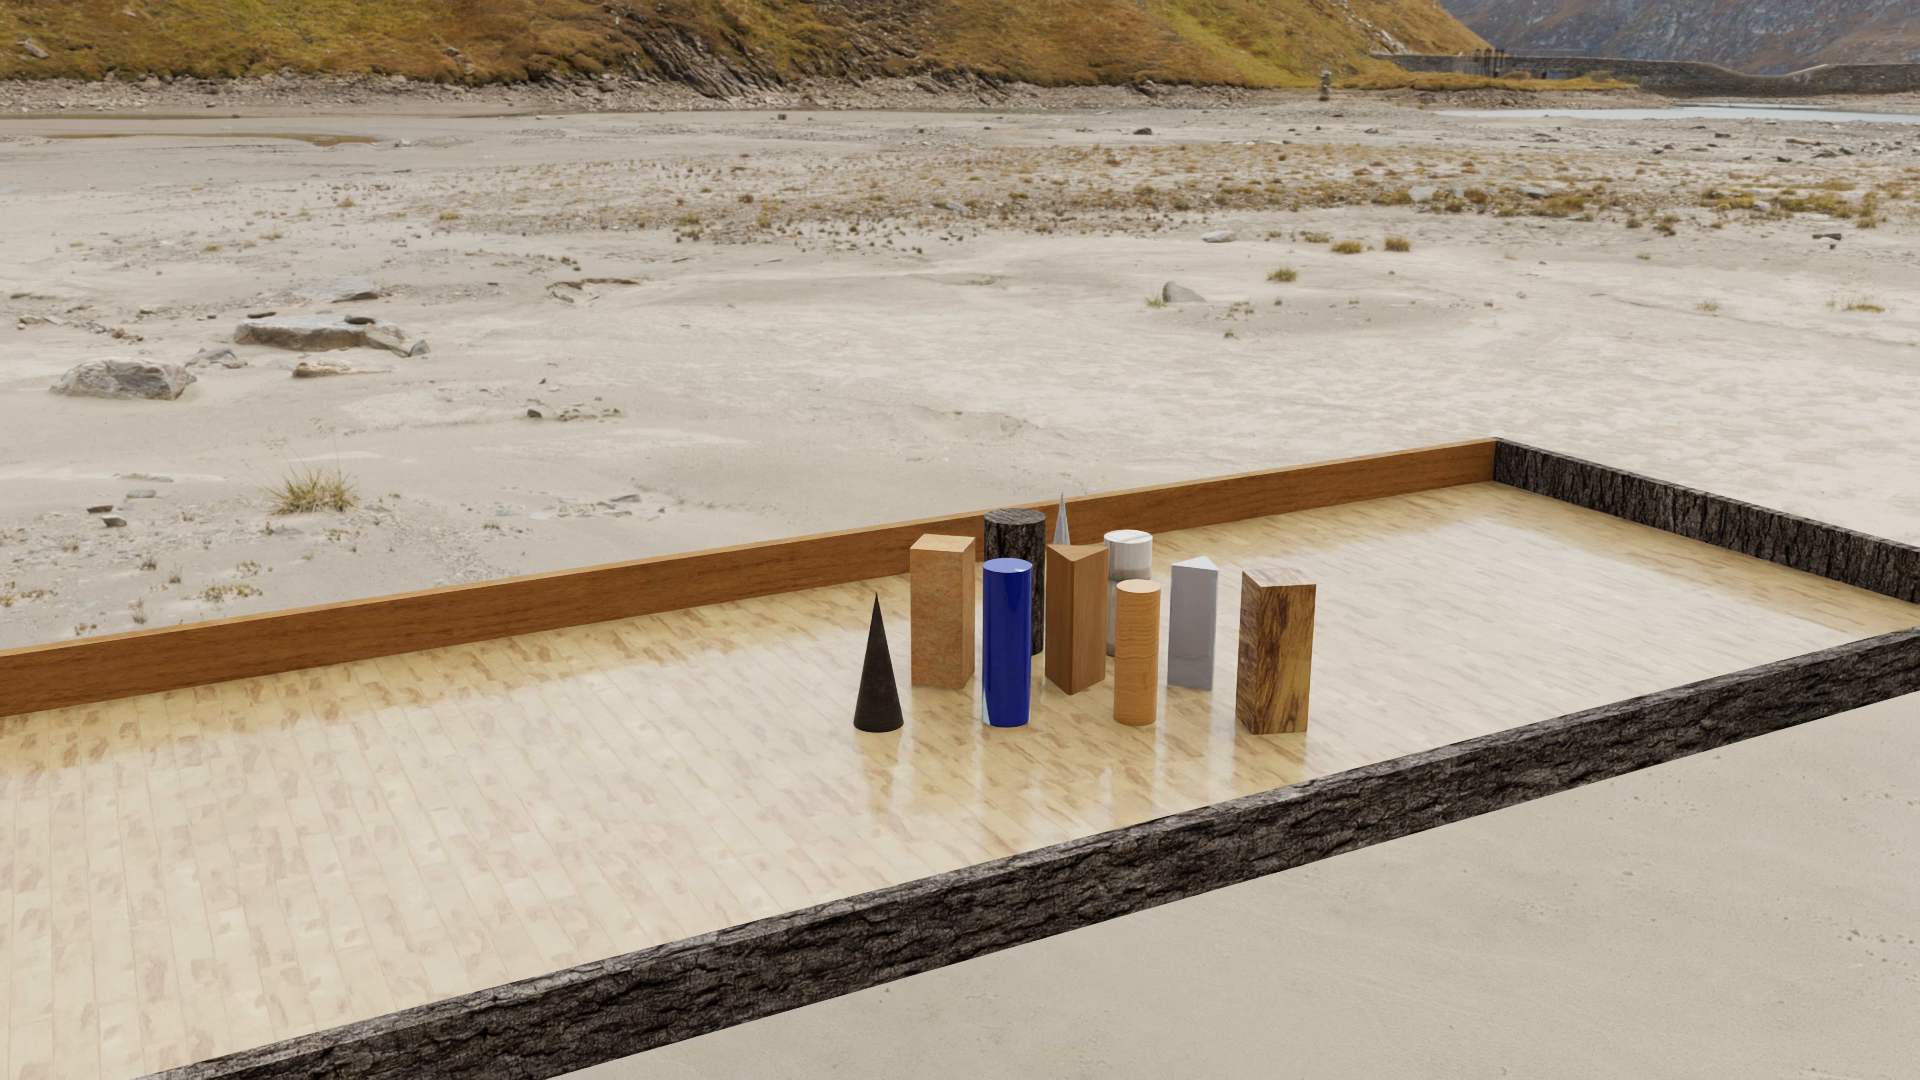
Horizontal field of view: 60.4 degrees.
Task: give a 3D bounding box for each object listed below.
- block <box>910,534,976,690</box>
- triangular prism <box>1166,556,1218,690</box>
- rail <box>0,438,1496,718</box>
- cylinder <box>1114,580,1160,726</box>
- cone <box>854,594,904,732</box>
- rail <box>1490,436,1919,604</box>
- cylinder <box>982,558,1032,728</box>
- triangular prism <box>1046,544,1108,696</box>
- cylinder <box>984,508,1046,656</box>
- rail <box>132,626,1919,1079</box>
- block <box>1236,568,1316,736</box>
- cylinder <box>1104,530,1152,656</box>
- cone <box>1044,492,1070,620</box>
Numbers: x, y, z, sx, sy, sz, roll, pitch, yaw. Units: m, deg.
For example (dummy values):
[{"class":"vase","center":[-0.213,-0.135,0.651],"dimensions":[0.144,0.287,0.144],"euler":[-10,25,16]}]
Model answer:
[{"class":"block","center":[-0.042,0.178,4.119],"dimensions":[0.132,0.356,0.132],"euler":[4,17,13]},{"class":"triangular prism","center":[0.592,0.203,4.109],"dimensions":[0.118,0.312,0.102],"euler":[7,18,22]},{"class":"rail","center":[-3.305,0.497,3.399],"dimensions":[12.000,0.150,0.050],"euler":[-9,18,-27]},{"class":"cylinder","center":[0.415,0.265,3.870],"dimensions":[0.102,0.329,0.102],"euler":[0,16,0]},{"class":"cone","center":[-0.192,0.274,3.843],"dimensions":[0.120,0.328,0.120],"euler":[0,16,0]},{"class":"rail","center":[2.466,-0.048,5.253],"dimensions":[0.050,0.150,2.100],"euler":[-9,18,-27]},{"class":"cylinder","center":[0.110,0.241,3.861],"dimensions":[0.114,0.380,0.114],"euler":[0,16,0]},{"class":"triangular prism","center":[0.267,0.189,4.101],"dimensions":[0.130,0.345,0.150],"euler":[13,21,37]},{"class":"cylinder","center":[0.142,0.112,4.333],"dimensions":[0.160,0.362,0.160],"euler":[0,16,0]},{"class":"rail","center":[-2.336,1.006,1.665],"dimensions":[12.000,0.150,0.050],"euler":[-9,18,-27]},{"class":"block","center":[0.732,0.257,3.839],"dimensions":[0.131,0.361,0.131],"euler":[-3,17,-9]},{"class":"cylinder","center":[0.436,0.141,4.318],"dimensions":[0.125,0.314,0.125],"euler":[0,16,0]},{"class":"cone","center":[0.281,0.037,4.578],"dimensions":[0.114,0.367,0.114],"euler":[0,16,0]}]
